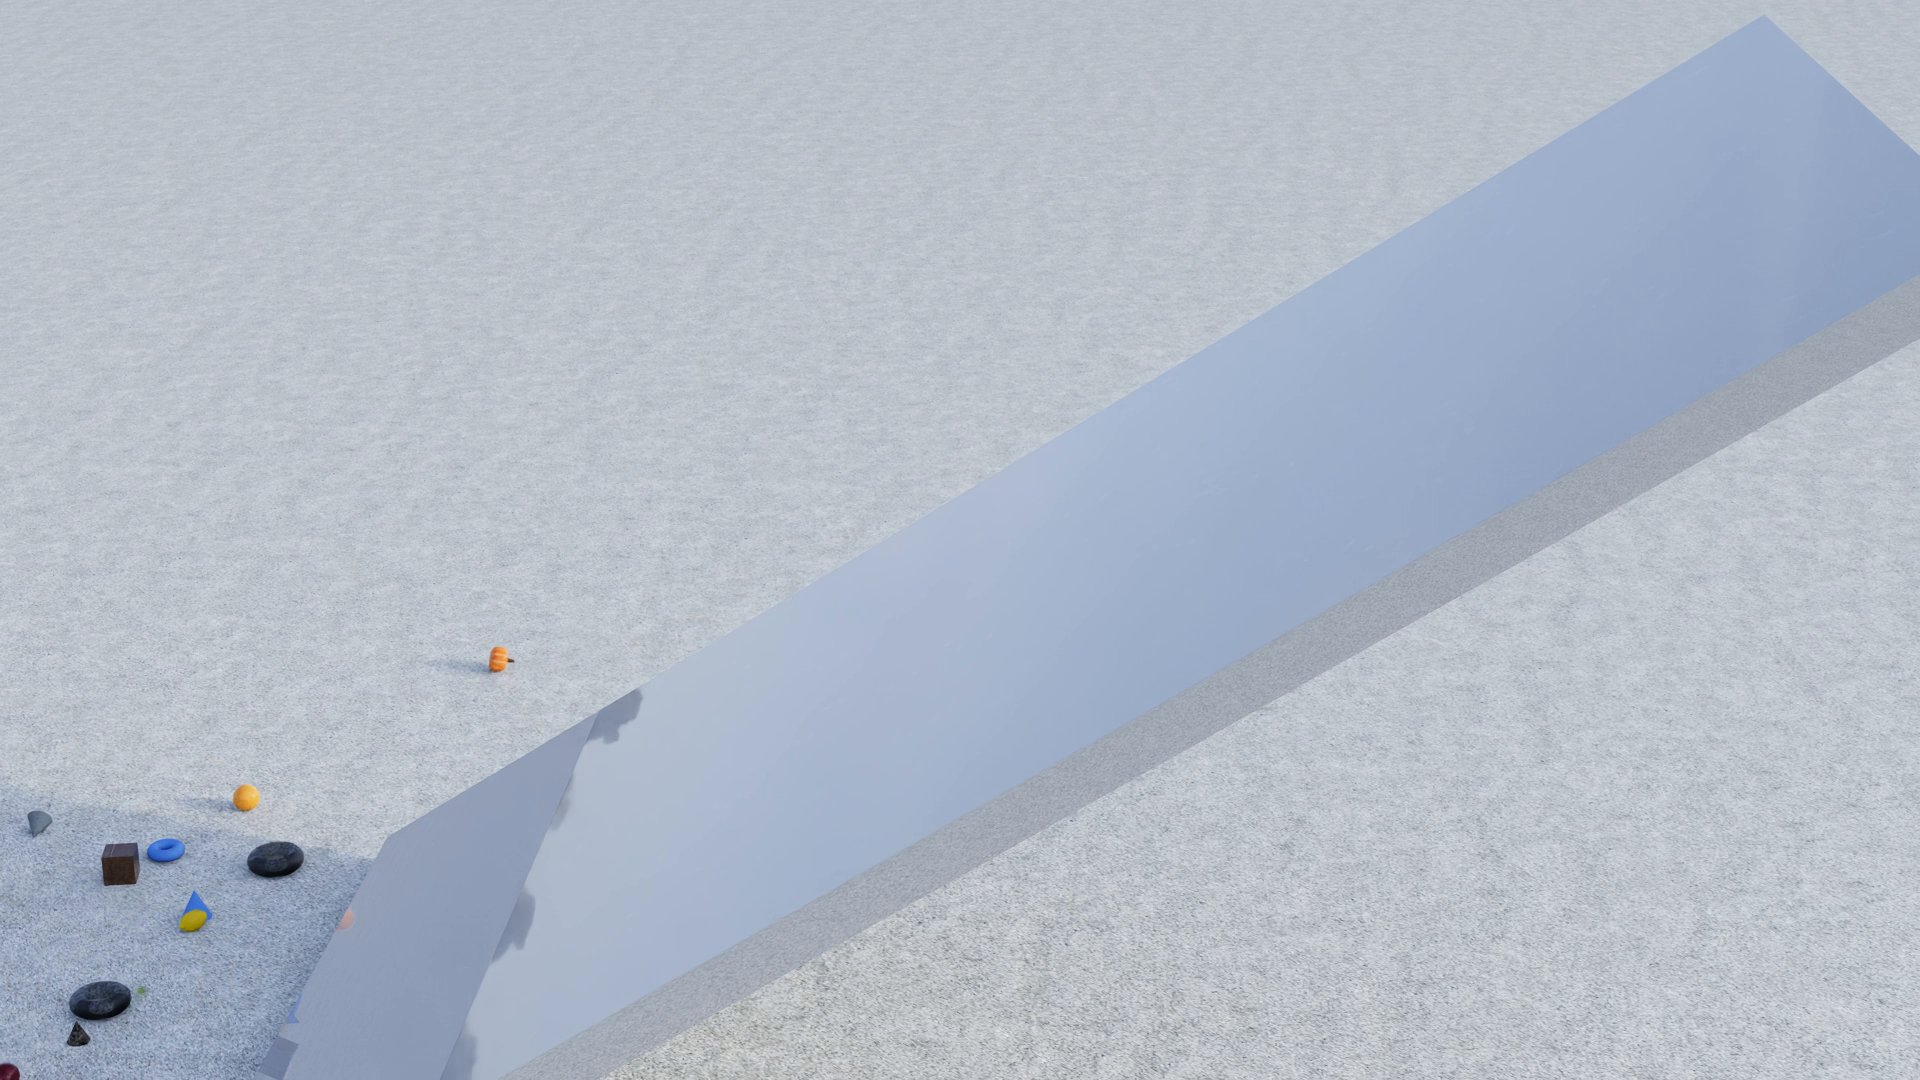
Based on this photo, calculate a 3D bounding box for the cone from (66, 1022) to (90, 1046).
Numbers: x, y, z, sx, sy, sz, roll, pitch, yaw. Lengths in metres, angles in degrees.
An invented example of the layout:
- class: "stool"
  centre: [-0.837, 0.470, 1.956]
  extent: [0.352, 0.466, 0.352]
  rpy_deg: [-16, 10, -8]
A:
- class: "cone"
  centre: [-2.058, 1.144, 6.859]
  extent: [0.053, 0.053, 0.053]
  rpy_deg: [0, 20, 0]

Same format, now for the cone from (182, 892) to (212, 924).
- class: "cone"
  centre: [-1.933, 0.919, 7.437]
  extent: [0.077, 0.077, 0.077]
  rpy_deg: [0, 20, 0]

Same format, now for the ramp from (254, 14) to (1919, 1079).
- class: "ramp"
  centre: [0.140, 0.170, 6.295]
  extent: [4.000, 0.100, 2.000]
  rpy_deg: [-31, 15, 14]

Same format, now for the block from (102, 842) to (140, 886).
- class: "block"
  centre: [-2.180, 0.842, 7.642]
  extent: [0.080, 0.080, 0.080]
  rpy_deg: [-2, 20, -7]

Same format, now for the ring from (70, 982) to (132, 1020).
- class: "ring"
  centre: [-2.046, 1.096, 7.001]
  extent: [0.143, 0.048, 0.143]
  rpy_deg: [-1, 19, 0]

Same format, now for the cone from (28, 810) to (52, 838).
- class: "cone"
  centre: [-2.480, 0.774, 7.899]
  extent: [0.067, 0.067, 0.067]
  rpy_deg: [1, 47, 3]

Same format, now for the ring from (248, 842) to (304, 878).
- class: "ring"
  centre: [-1.792, 0.836, 7.704]
  extent: [0.147, 0.049, 0.147]
  rpy_deg: [0, 22, 0]

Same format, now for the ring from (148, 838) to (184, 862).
- class: "ring"
  centre: [-2.098, 0.820, 7.772]
  extent: [0.097, 0.032, 0.097]
  rpy_deg: [0, 21, 0]
